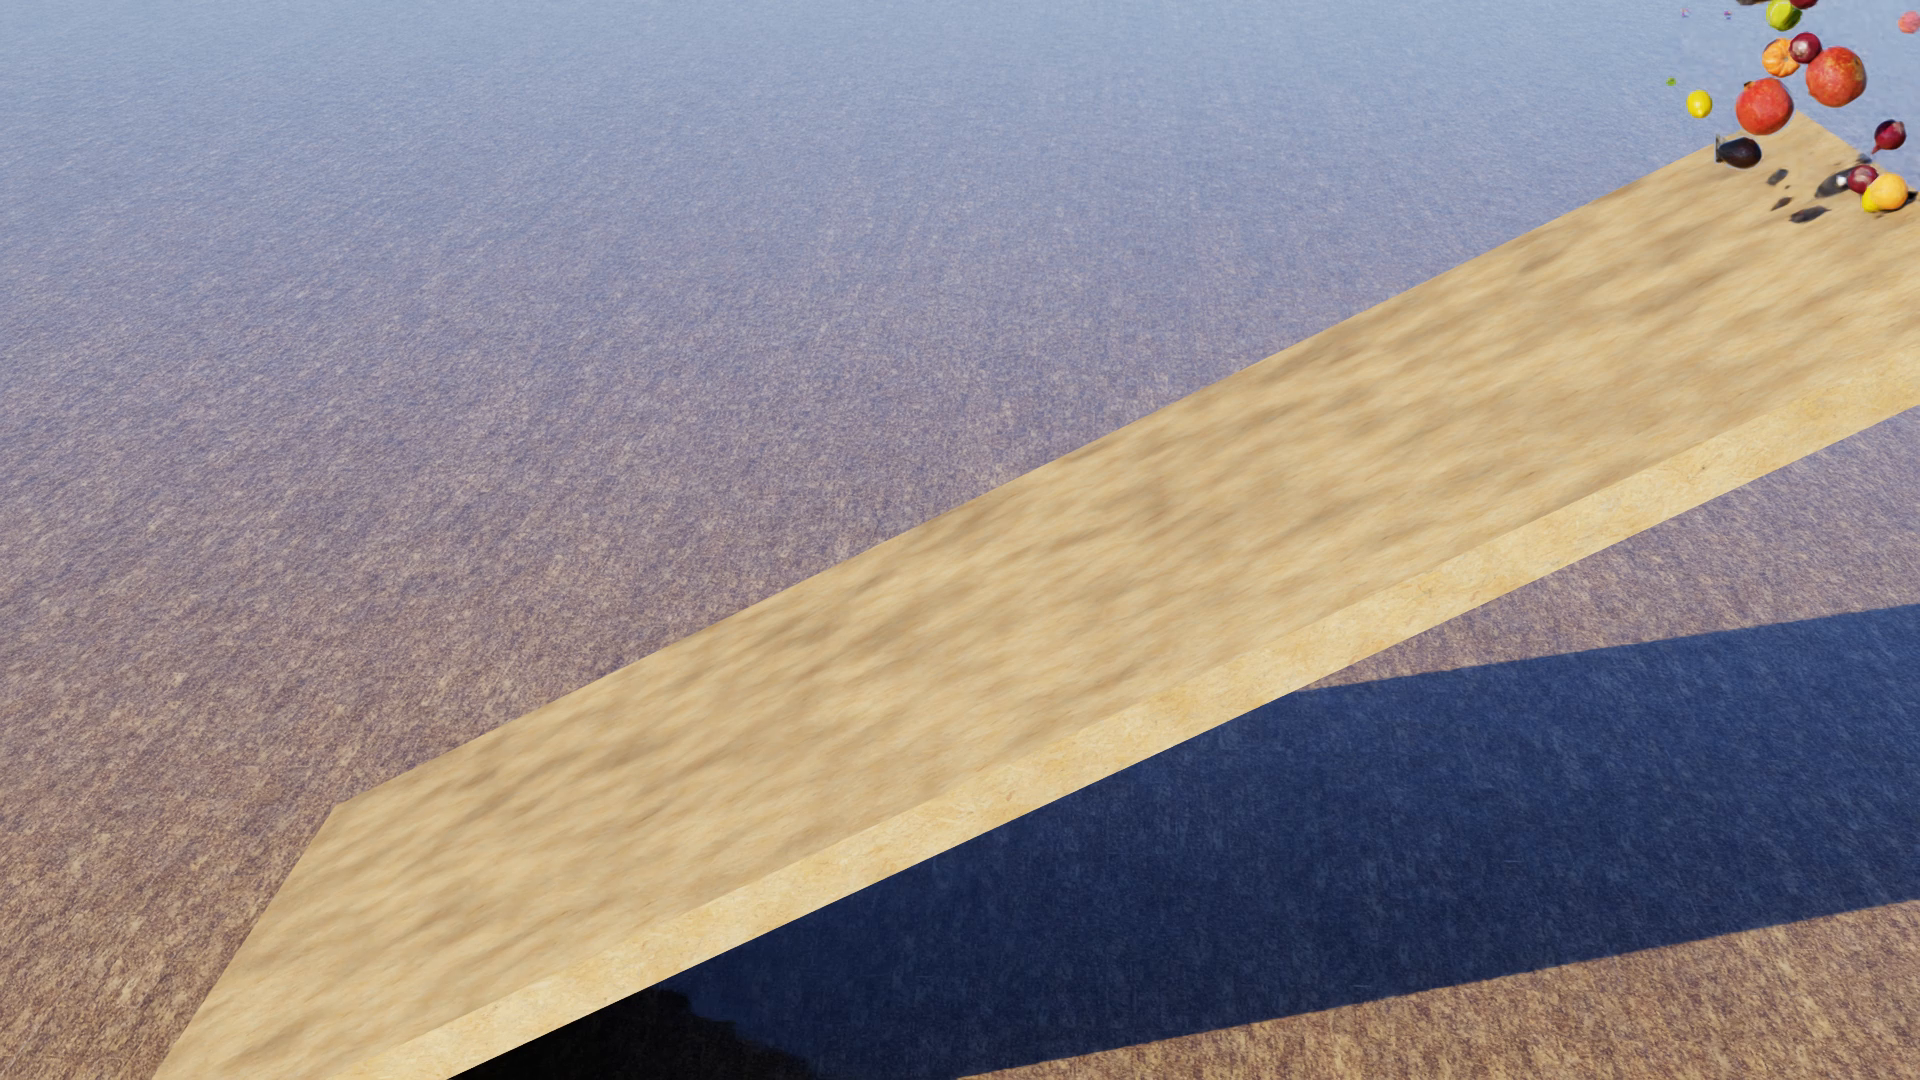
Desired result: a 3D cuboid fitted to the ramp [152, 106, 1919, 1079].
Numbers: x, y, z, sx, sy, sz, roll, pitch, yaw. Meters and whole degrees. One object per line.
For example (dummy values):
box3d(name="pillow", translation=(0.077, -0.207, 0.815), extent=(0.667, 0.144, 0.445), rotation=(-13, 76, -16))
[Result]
box3d(name="ramp", translation=(0.140, 0.168, 6.281), extent=(4.000, 0.100, 2.000), rotation=(-26, 14, 10))

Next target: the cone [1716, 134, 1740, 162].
box3d(name="cone", translation=(1.540, -0.800, 5.944), extent=(0.053, 0.053, 0.053), rotation=(-23, -16, -7))
